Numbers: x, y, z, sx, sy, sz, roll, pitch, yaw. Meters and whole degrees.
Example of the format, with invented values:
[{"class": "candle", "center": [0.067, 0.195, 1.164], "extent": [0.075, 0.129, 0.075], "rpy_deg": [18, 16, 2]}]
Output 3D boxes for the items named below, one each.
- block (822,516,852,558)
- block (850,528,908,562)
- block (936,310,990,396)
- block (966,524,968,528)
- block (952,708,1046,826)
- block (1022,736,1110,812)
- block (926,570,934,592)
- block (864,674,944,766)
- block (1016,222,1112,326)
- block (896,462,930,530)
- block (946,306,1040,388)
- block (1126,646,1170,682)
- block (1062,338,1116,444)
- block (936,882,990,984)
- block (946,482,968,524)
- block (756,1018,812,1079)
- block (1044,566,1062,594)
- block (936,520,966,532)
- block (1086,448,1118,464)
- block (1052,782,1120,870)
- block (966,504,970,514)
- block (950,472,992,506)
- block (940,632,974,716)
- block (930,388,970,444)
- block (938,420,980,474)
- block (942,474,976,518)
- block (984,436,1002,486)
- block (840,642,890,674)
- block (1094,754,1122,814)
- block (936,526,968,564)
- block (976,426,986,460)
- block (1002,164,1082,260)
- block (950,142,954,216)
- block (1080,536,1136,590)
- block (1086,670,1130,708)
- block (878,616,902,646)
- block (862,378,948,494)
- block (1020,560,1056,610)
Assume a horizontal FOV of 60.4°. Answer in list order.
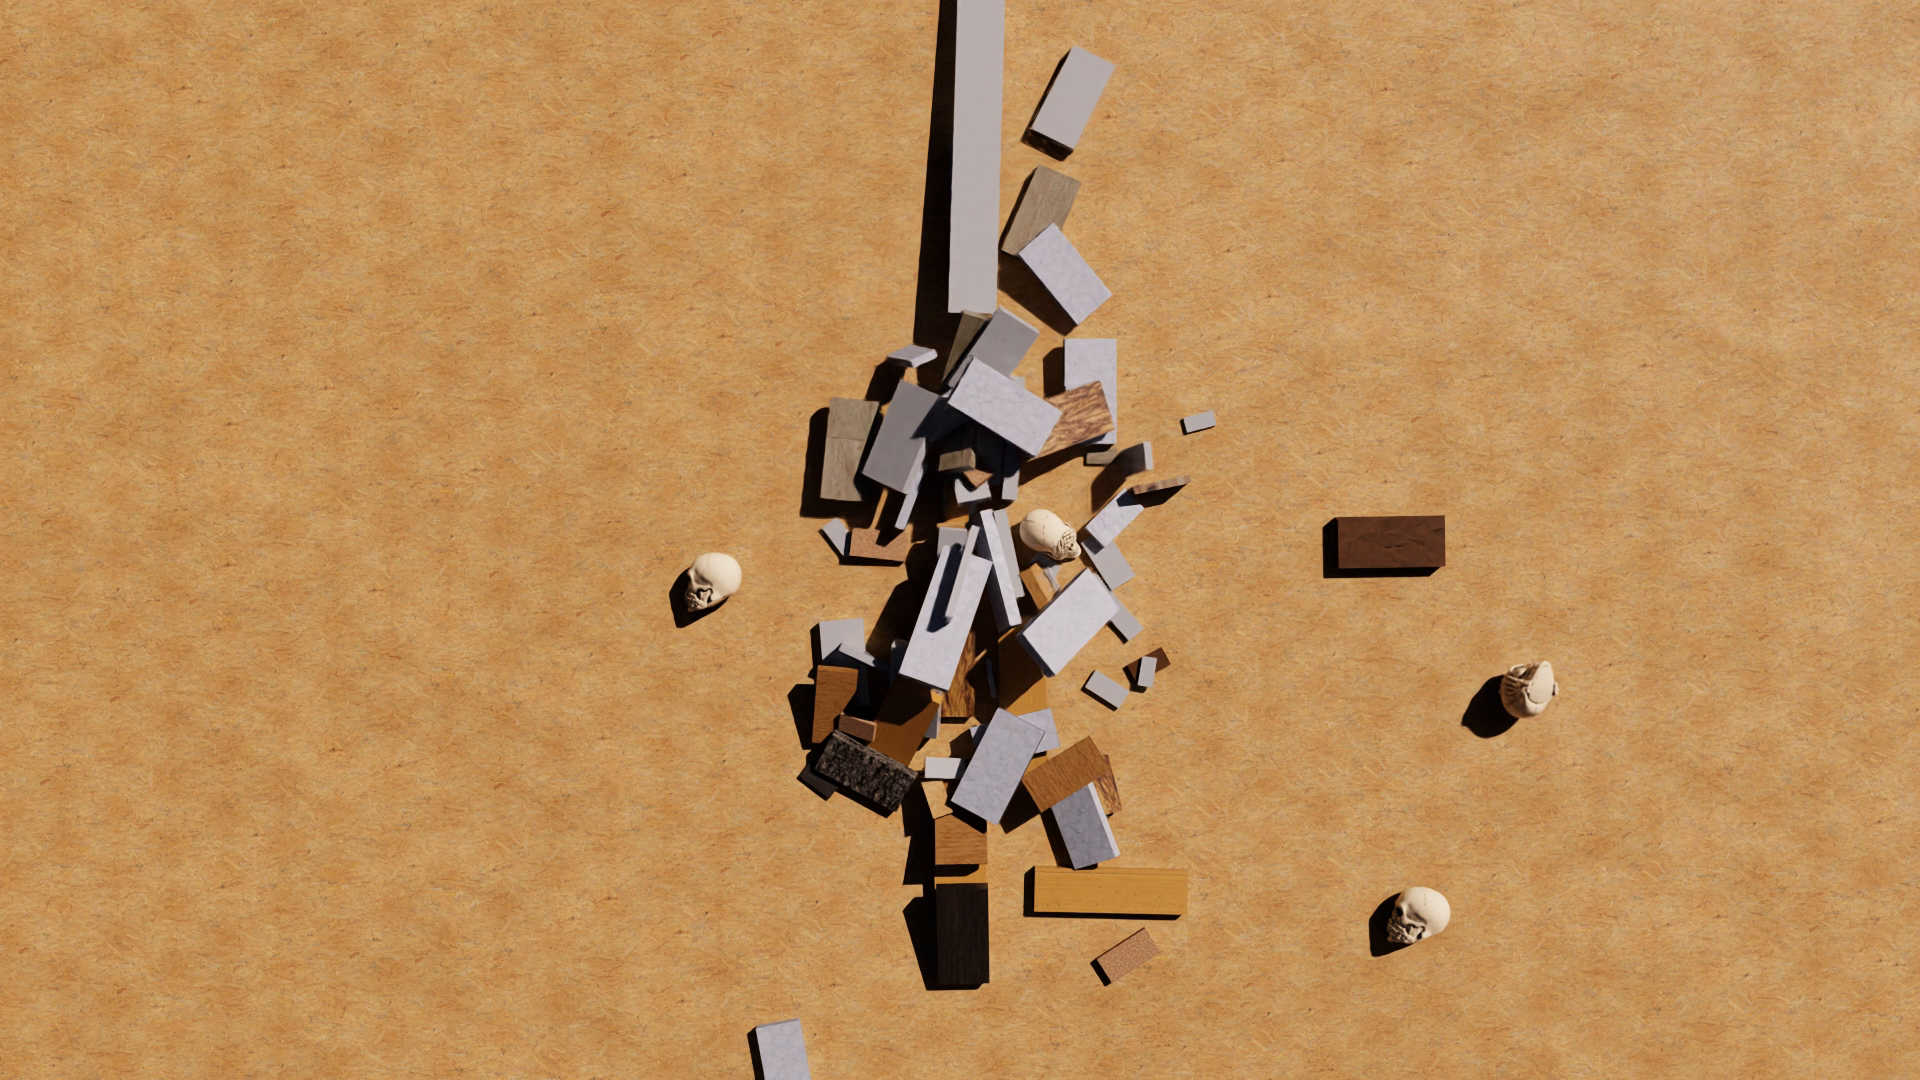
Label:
[{"class": "block", "center": [-0.396, -0.009, 5.491], "extent": [0.063, 0.018, 0.125], "rpy_deg": [-37, 90, 0]}, {"class": "block", "center": [-0.269, 0.015, 5.476], "extent": [0.186, 0.026, 0.093], "rpy_deg": [7, 90, -7]}, {"class": "block", "center": [0.039, -0.587, 5.407], "extent": [0.154, 0.044, 0.309], "rpy_deg": [16, 115, -7]}, {"class": "block", "center": [-0.010, 0.002, 5.467], "extent": [0.069, 0.020, 0.138], "rpy_deg": [1, 111, 0]}, {"class": "block", "center": [0.125, 0.737, 5.375], "extent": [0.170, 0.048, 0.340], "rpy_deg": [27, 92, 10]}, {"class": "block", "center": [0.344, 0.763, 5.379], "extent": [0.263, 0.037, 0.131], "rpy_deg": [-32, 83, 7]}, {"class": "block", "center": [-0.038, 0.240, 5.431], "extent": [0.142, 0.040, 0.283], "rpy_deg": [0, 111, 0]}, {"class": "block", "center": [-0.198, 0.612, 5.399], "extent": [0.167, 0.047, 0.334], "rpy_deg": [26, 119, 0]}, {"class": "block", "center": [0.345, -0.877, 5.446], "extent": [0.154, 0.044, 0.309], "rpy_deg": [-42, 101, -2]}, {"class": "block", "center": [-0.158, -0.145, 5.442], "extent": [0.033, 0.115, 0.230], "rpy_deg": [21, 90, 0]}, {"class": "block", "center": [0.107, -0.592, 5.356], "extent": [0.154, 0.044, 0.309], "rpy_deg": [31, 112, -13]}, {"class": "block", "center": [0.628, 0.415, 5.491], "extent": [0.131, 0.018, 0.065], "rpy_deg": [-28, 90, 0]}, {"class": "block", "center": [0.429, -0.491, 5.460], "extent": [0.173, 0.049, 0.346], "rpy_deg": [0, 93, -5]}, {"class": "block", "center": [0.010, 1.297, 5.434], "extent": [0.170, 0.048, 0.340], "rpy_deg": [-1, 104, 0]}, {"class": "block", "center": [-0.012, -0.121, 5.418], "extent": [0.069, 0.020, 0.138], "rpy_deg": [-2, 95, 0]}, {"class": "block", "center": [-0.579, 1.747, 5.479], "extent": [0.145, 0.041, 0.290], "rpy_deg": [-11, 90, 0]}, {"class": "block", "center": [0.309, 0.132, 5.461], "extent": [0.014, 0.049, 0.097], "rpy_deg": [-28, 102, 11]}, {"class": "block", "center": [-0.020, 0.028, 5.442], "extent": [0.093, 0.026, 0.186], "rpy_deg": [-6, 119, 2]}, {"class": "block", "center": [0.472, -0.279, 5.493], "extent": [0.101, 0.014, 0.050], "rpy_deg": [0, 90, 0]}, {"class": "block", "center": [0.399, 0.917, 5.443], "extent": [0.153, 0.043, 0.307], "rpy_deg": [-22, 88, 25]}, {"class": "block", "center": [-0.005, -0.071, 5.460], "extent": [0.069, 0.020, 0.138], "rpy_deg": [1, 111, 0]}, {"class": "block", "center": [0.024, -0.225, 5.381], "extent": [0.111, 0.031, 0.221], "rpy_deg": [-11, 69, -5]}, {"class": "block", "center": [-0.022, 0.443, 5.447], "extent": [0.142, 0.040, 0.283], "rpy_deg": [0, 104, 0]}, {"class": "block", "center": [-0.025, -0.423, 5.348], "extent": [0.230, 0.033, 0.115], "rpy_deg": [-33, 57, 16]}, {"class": "block", "center": [-0.001, -0.328, 5.333], "extent": [0.115, 0.033, 0.230], "rpy_deg": [-8, 63, 29]}, {"class": "block", "center": [0.000, -0.186, 5.461], "extent": [0.111, 0.031, 0.221], "rpy_deg": [1, 102, 0]}, {"class": "block", "center": [0.099, -0.263, 5.474], "extent": [0.079, 0.022, 0.158], "rpy_deg": [2, 90, -24]}, {"class": "block", "center": [-0.307, 0.385, 5.413], "extent": [0.182, 0.091, 0.026], "rpy_deg": [25, 91, 0]}, {"class": "block", "center": [0.467, 0.813, 5.460], "extent": [0.095, 0.027, 0.190], "rpy_deg": [-15, 90, -1]}, {"class": "block", "center": [-0.029, 0.052, 5.402], "extent": [0.093, 0.026, 0.186], "rpy_deg": [5, 107, -2]}, {"class": "block", "center": [0.045, -0.338, 5.377], "extent": [0.079, 0.022, 0.158], "rpy_deg": [3, 60, -6]}, {"class": "block", "center": [0.270, -1.072, 5.478], "extent": [0.156, 0.044, 0.312], "rpy_deg": [23, 90, 0]}, {"class": "block", "center": [0.027, -1.192, 5.450], "extent": [0.120, 0.034, 0.239], "rpy_deg": [-1, 86, 0]}, {"class": "block", "center": [0.492, 0.064, 5.487], "extent": [0.095, 0.027, 0.190], "rpy_deg": [-33, 90, 0]}, {"class": "block", "center": [0.490, 0.496, 5.491], "extent": [0.134, 0.019, 0.067], "rpy_deg": [33, 90, 0]}, {"class": "block", "center": [-0.231, 0.305, 5.494], "extent": [0.045, 0.013, 0.091], "rpy_deg": [-28, 90, 0]}, {"class": "block", "center": [-0.179, -0.336, 5.347], "extent": [0.167, 0.047, 0.334], "rpy_deg": [26, 96, 27]}, {"class": "block", "center": [0.298, 0.213, 5.419], "extent": [0.041, 0.145, 0.291], "rpy_deg": [-27, 92, 19]}]
